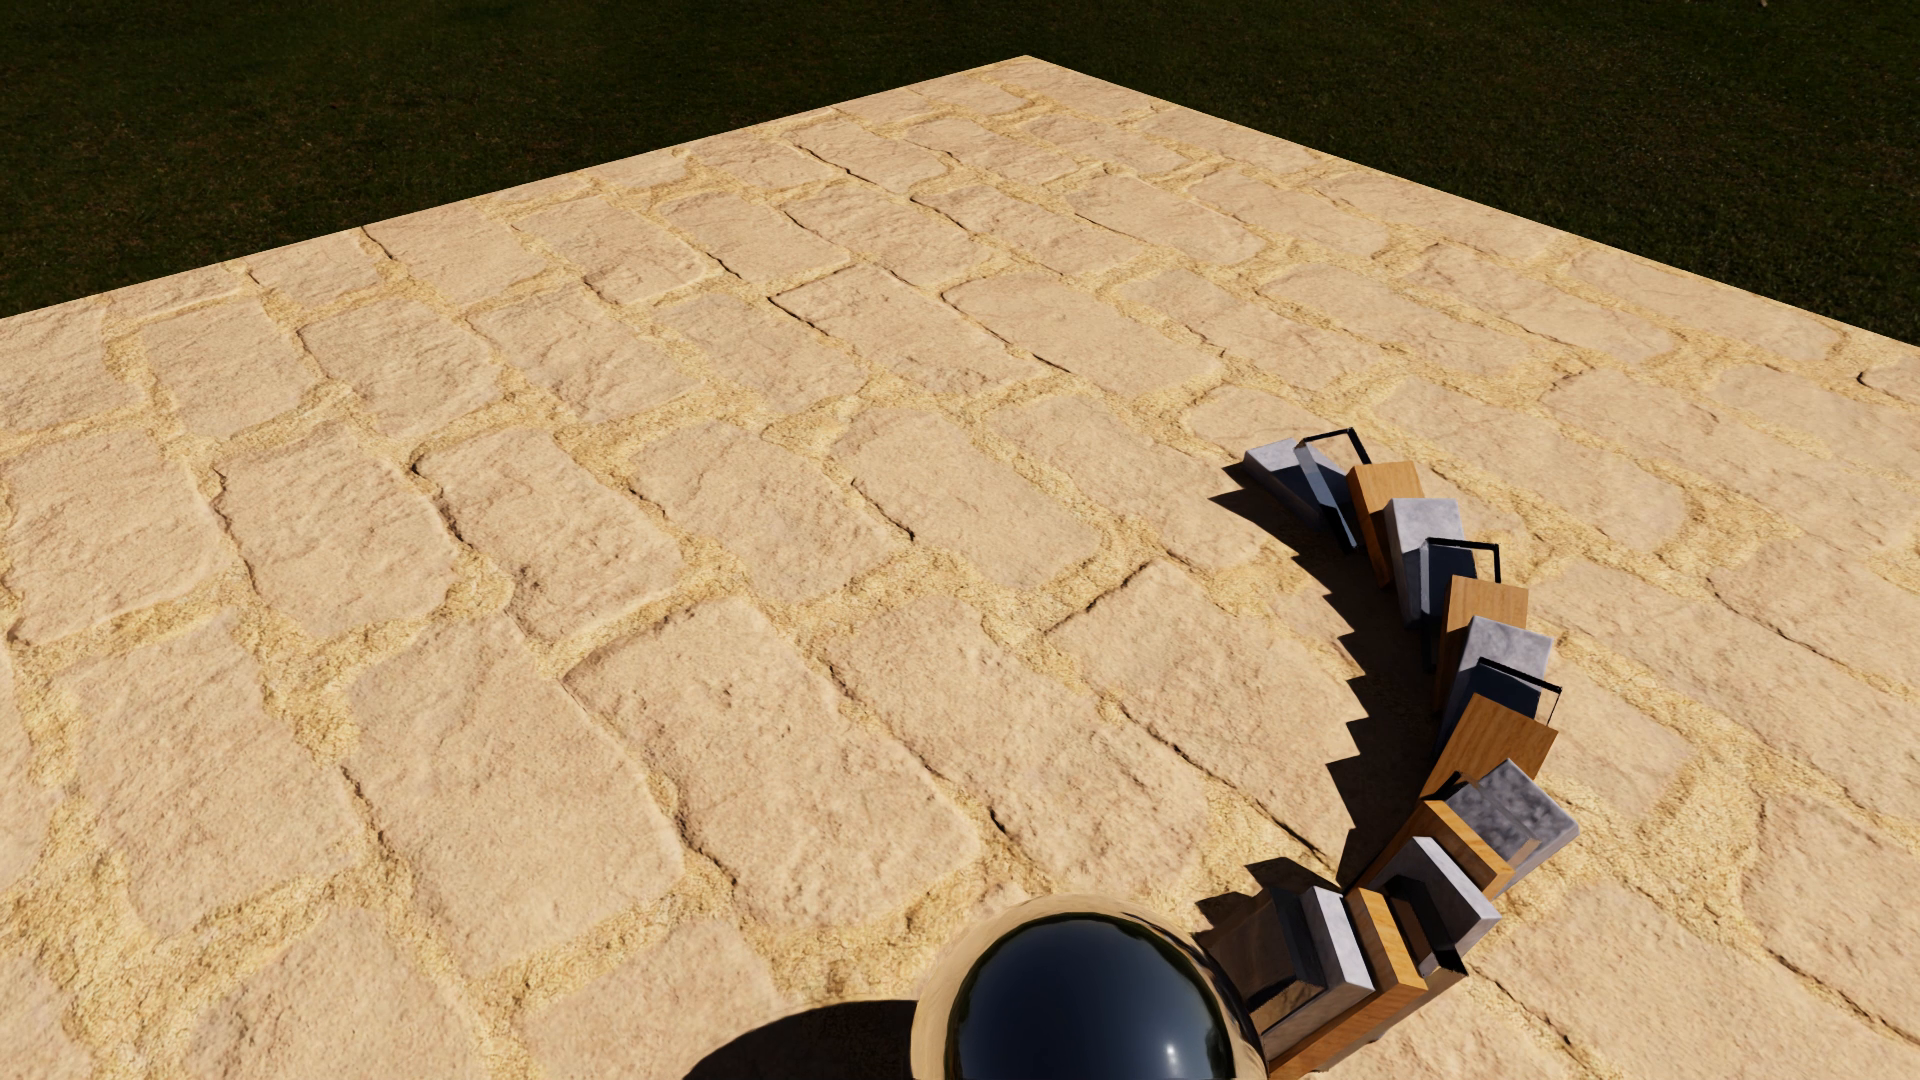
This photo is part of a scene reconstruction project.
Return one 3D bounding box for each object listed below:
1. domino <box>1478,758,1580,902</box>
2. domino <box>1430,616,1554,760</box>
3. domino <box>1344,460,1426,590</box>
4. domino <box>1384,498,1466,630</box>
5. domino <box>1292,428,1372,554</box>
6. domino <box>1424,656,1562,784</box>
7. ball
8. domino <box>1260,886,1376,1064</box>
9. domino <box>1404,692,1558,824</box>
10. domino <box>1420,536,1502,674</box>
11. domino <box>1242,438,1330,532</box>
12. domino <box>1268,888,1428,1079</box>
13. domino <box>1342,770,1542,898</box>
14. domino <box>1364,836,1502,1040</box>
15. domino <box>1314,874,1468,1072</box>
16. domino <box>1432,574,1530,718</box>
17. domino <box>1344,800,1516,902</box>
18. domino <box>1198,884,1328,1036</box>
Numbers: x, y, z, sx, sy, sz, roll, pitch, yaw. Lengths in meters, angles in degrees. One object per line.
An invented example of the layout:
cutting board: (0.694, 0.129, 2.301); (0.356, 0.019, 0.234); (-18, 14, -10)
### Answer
domino: (0.147, 0.089, 0.315); (0.050, 0.010, 0.025); (-39, 47, 3)
domino: (0.175, 0.052, 0.362); (0.025, 0.009, 0.050); (18, 71, 20)
domino: (0.173, -0.006, 0.434); (0.025, 0.010, 0.050); (-5, 66, -7)
domino: (0.178, 0.009, 0.416); (0.025, 0.009, 0.050); (0, 65, 0)
domino: (0.160, -0.021, 0.451); (0.025, 0.010, 0.050); (-13, 68, -17)
domino: (0.167, 0.065, 0.346); (0.025, 0.009, 0.050); (23, 74, 26)
ball: (0.027, 0.119, 0.242); (0.080, 0.080, 0.080); (0, 39, 0)
domino: (0.079, 0.112, 0.276); (0.010, 0.050, 0.025); (22, 34, -20)
domino: (0.156, 0.074, 0.333); (0.025, 0.009, 0.050); (27, 79, 29)
domino: (0.181, 0.025, 0.397); (0.025, 0.009, 0.050); (6, 65, 8)
domino: (0.147, -0.025, 0.473); (0.025, 0.010, 0.050); (-16, 42, -19)
domino: (0.091, 0.112, 0.276); (0.009, 0.050, 0.025); (21, 34, -22)
domino: (0.131, 0.091, 0.304); (0.009, 0.050, 0.025); (19, 23, -41)
domino: (0.113, 0.104, 0.286); (0.009, 0.050, 0.025); (12, 30, -34)
domino: (0.102, 0.110, 0.279); (0.010, 0.050, 0.025); (21, 34, -22)
domino: (0.179, 0.039, 0.379); (0.025, 0.010, 0.050); (11, 67, 13)
domino: (0.121, 0.097, 0.294); (0.009, 0.050, 0.025); (9, 29, -37)
domino: (0.068, 0.112, 0.277); (0.009, 0.050, 0.025); (22, 34, -20)
